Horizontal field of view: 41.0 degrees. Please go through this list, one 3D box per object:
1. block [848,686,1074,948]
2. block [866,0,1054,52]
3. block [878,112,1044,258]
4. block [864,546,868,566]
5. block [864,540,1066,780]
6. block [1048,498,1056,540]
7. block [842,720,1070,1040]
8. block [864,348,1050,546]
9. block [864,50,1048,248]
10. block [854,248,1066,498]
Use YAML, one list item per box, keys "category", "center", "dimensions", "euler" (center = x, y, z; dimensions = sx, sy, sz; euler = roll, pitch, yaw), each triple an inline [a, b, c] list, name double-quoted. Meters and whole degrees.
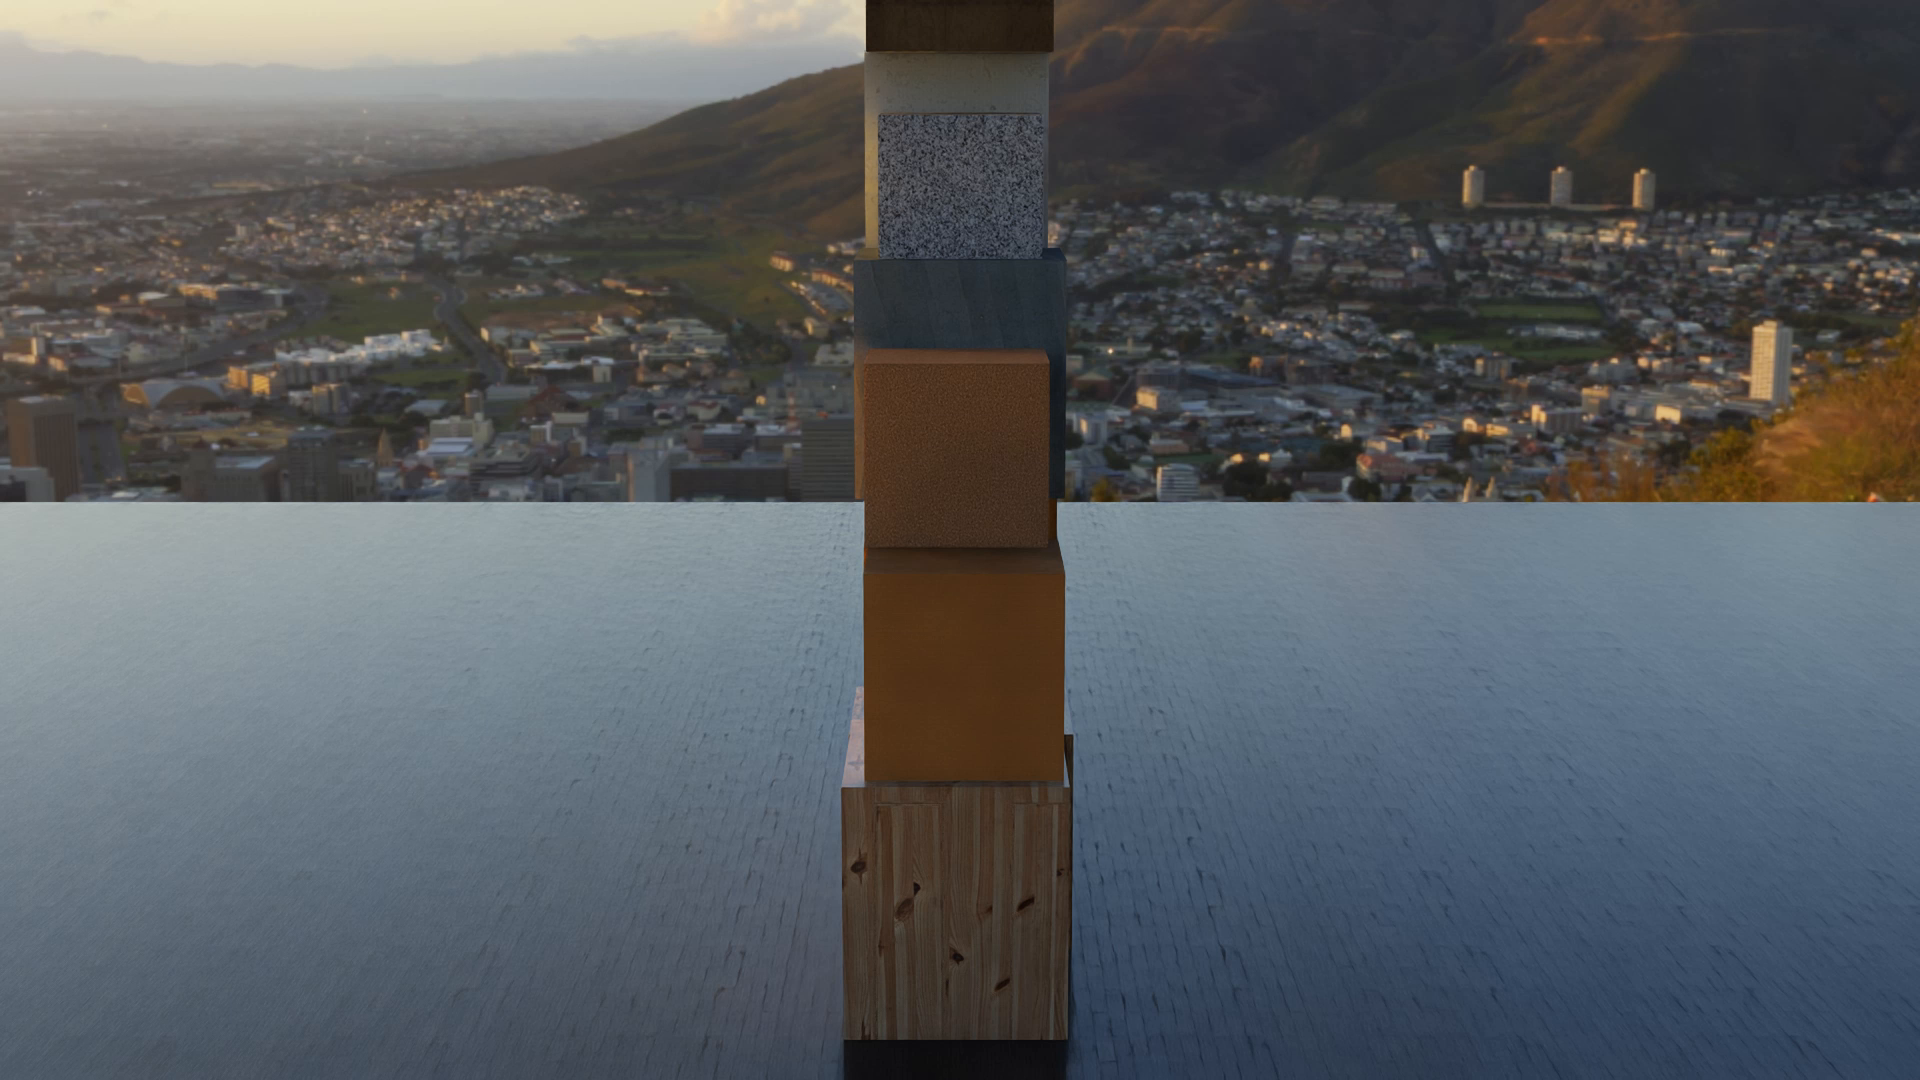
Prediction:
- category: "block"
  center: [0.005, 1.147, 10.750]
  dimensions: [0.899, 0.897, 0.811]
  euler: [0, 10, 0]
- category: "block"
  center: [-0.002, -2.448, 10.755]
  dimensions: [0.763, 0.775, 0.795]
  euler: [0, 12, 0]
- category: "block"
  center: [0.002, -1.461, 10.525]
  dimensions: [0.656, 0.568, 0.645]
  euler: [0, 10, 0]
- category: "block"
  center: [-0.013, 0.328, 10.352]
  dimensions: [0.721, 0.734, 0.724]
  euler: [0, 9, 0]
- category: "block"
  center: [0.015, 0.438, 9.634]
  dimensions: [0.727, 0.768, 0.697]
  euler: [0, 10, 0]
- category: "block"
  center: [0.005, 0.163, 11.100]
  dimensions: [0.793, 0.914, 0.797]
  euler: [0, 10, 0]
- category: "block"
  center: [-0.016, 1.278, 9.848]
  dimensions: [0.826, 0.961, 0.991]
  euler: [0, 10, 0]
- category: "block"
  center: [-0.012, -0.369, 9.993]
  dimensions: [0.699, 0.698, 0.626]
  euler: [0, 9, 0]
- category: "block"
  center: [-0.014, -1.705, 11.220]
  dimensions: [0.775, 0.826, 0.762]
  euler: [0, 8, 0]
- category: "block"
  center: [0.000, -0.706, 10.645]
  dimensions: [0.847, 0.959, 0.766]
  euler: [0, 10, 0]
